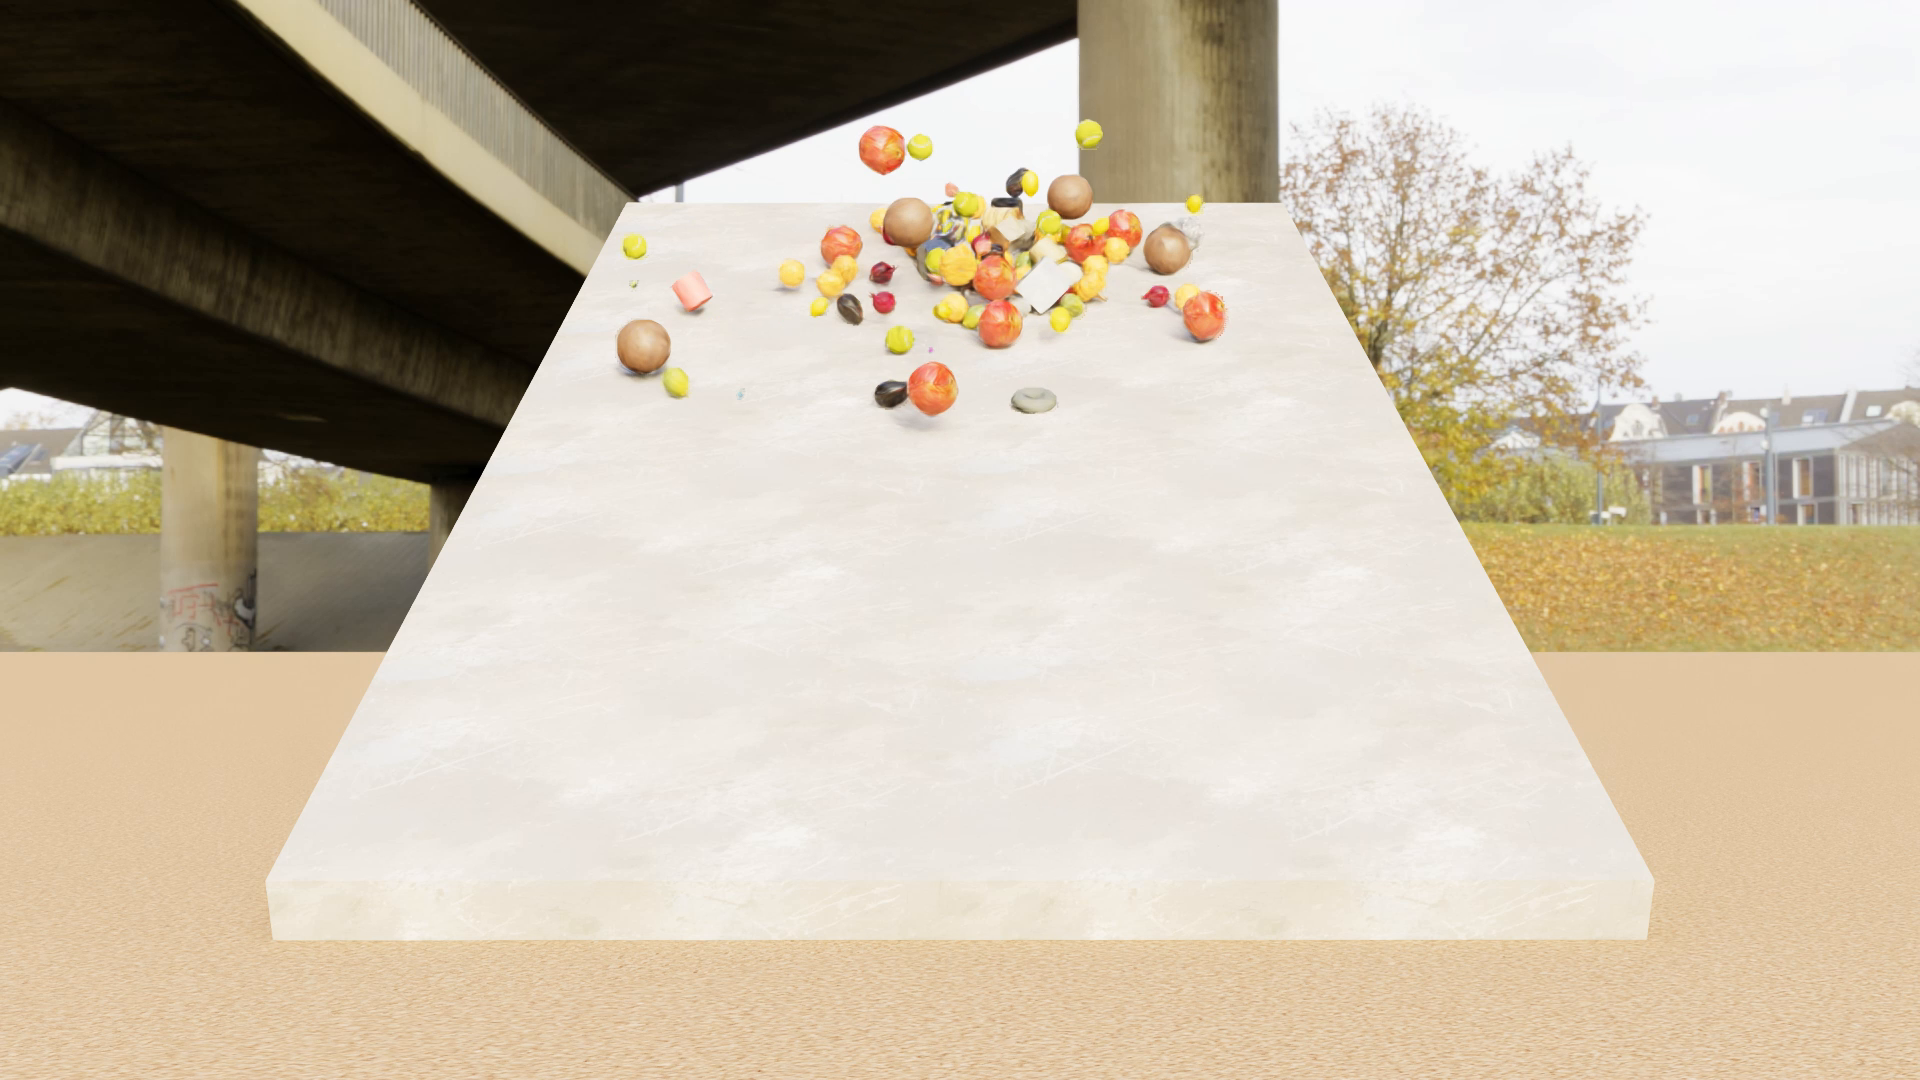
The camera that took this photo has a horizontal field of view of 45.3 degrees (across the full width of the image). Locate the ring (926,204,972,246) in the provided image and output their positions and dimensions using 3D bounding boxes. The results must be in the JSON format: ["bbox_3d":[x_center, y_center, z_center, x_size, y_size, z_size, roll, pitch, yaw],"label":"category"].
[{"bbox_3d":[-0.032,-0.857,6.304,0.137,0.137,0.046,-1,-27,28],"label":"ring"}]

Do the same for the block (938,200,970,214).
[{"bbox_3d":[-0.018,-0.942,6.710,0.072,0.072,0.072,11,25,24],"label":"block"}]

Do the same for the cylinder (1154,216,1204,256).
[{"bbox_3d":[0.615,-0.852,6.457,0.096,0.096,0.096,-20,11,-39],"label":"cylinder"}]

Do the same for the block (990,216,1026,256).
[{"bbox_3d":[0.130,-0.829,6.276,0.065,0.065,0.065,-35,-16,-29],"label":"block"}]

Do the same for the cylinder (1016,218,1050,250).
[{"bbox_3d":[0.198,-0.856,6.476,0.081,0.081,0.081,23,13,41],"label":"cylinder"}]

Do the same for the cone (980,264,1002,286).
[{"bbox_3d":[0.081,-0.691,6.065,0.059,0.059,0.059,0,20,4],"label":"cone"}]

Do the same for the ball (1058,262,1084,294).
[{"bbox_3d":[0.283,-0.691,6.077,0.087,0.087,0.087,0,-3,0],"label":"ball"}]

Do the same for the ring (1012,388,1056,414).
[{"bbox_3d":[0.168,-0.318,5.237,0.104,0.035,0.104,0,26,0],"label":"ring"}]

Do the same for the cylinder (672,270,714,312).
[{"bbox_3d":[-0.684,-0.636,5.884,0.078,0.078,0.078,-33,1,1],"label":"cylinder"}]

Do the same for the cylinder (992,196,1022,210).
[{"bbox_3d":[0.136,-0.943,6.689,0.090,0.090,0.090,0,22,0],"label":"cylinder"}]

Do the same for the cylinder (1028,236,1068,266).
[{"bbox_3d":[0.236,-0.755,6.129,0.076,0.076,0.076,-37,-15,-12],"label":"cylinder"}]

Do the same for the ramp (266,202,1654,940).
[{"bbox_3d":[-0.007,-0.222,5.182,2.000,0.100,4.000,0,22,0],"label":"ramp"}]

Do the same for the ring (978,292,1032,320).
[{"bbox_3d":[0.116,-0.602,5.916,0.137,0.046,0.137,1,22,0],"label":"ring"}]

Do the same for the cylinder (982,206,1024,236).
[{"bbox_3d":[0.123,-0.902,6.541,0.087,0.087,0.087,11,5,41],"label":"cylinder"}]

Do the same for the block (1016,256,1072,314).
[{"bbox_3d":[0.216,-0.659,5.929,0.096,0.096,0.096,-42,8,20],"label":"block"}]

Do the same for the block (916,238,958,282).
[{"bbox_3d":[-0.062,-0.760,6.232,0.086,0.086,0.086,-7,31,-16],"label":"block"}]
